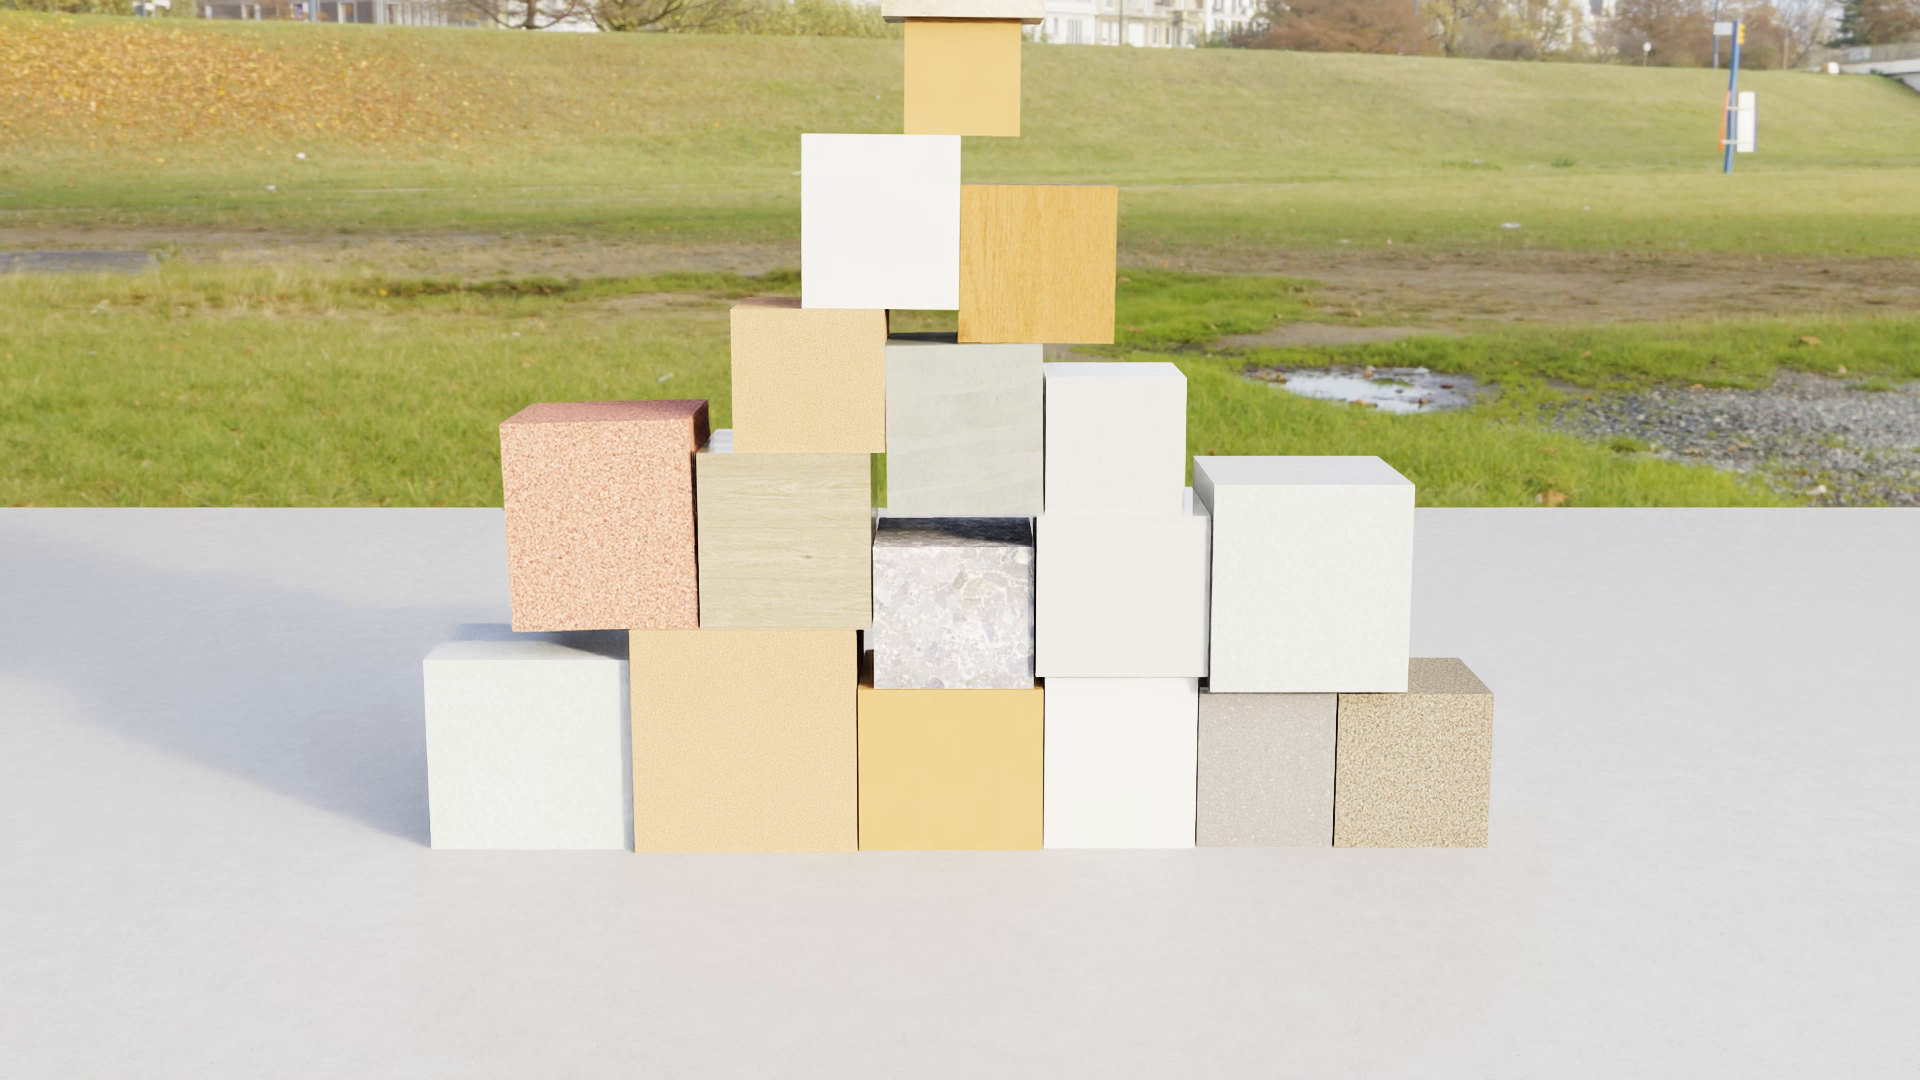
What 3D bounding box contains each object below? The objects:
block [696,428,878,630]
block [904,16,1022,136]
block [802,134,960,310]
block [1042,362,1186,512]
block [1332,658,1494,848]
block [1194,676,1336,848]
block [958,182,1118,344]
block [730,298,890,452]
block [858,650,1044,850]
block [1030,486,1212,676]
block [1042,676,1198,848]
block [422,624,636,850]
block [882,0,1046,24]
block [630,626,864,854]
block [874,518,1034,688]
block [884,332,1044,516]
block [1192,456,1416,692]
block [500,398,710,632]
[{"bbox_3d":[-0.855,-0.073,11.169,0.841,0.872,0.921,0,10,0],"label":"block"},{"bbox_3d":[0.012,-2.263,10.780,0.554,0.554,0.506,1,10,0],"label":"block"},{"bbox_3d":[-0.379,-1.591,10.908,0.753,0.823,0.837,1,10,0],"label":"block"},{"bbox_3d":[0.759,-0.527,11.099,0.682,0.664,0.757,0,10,0],"label":"block"},{"bbox_3d":[2.266,1.086,11.373,0.770,0.794,0.786,0,10,0],"label":"block"},{"bbox_3d":[1.530,1.065,11.389,0.682,0.830,0.816,0,10,0],"label":"block"},{"bbox_3d":[0.373,-1.388,10.942,0.756,0.755,0.664,1,10,0],"label":"block"},{"bbox_3d":[-0.732,-0.839,11.008,0.736,0.693,0.824,0,10,0],"label":"block"},{"bbox_3d":[-0.046,1.069,11.368,0.916,0.828,0.879,0,10,0],"label":"block"},{"bbox_3d":[0.798,0.197,11.216,0.847,0.802,0.920,0,10,0],"label":"block"},{"bbox_3d":[0.801,1.033,11.371,0.757,0.899,0.817,0,10,0],"label":"block"},{"bbox_3d":[-2.141,0.997,11.360,1.021,0.974,0.845,0,10,0],"label":"block"},{"bbox_3d":[0.019,-2.861,10.678,0.773,0.658,0.663,1,10,0],"label":"block"},{"bbox_3d":[-1.067,0.914,11.358,1.107,1.138,0.993,0,10,0],"label":"block"},{"bbox_3d":[-0.030,0.308,11.255,0.789,0.711,0.878,0,10,0],"label":"block"},{"bbox_3d":[0.022,-0.601,11.068,0.763,0.829,0.756,-1,10,0],"label":"block"},{"bbox_3d":[1.715,0.152,11.207,0.968,1.031,0.989,0,10,0],"label":"block"},{"bbox_3d":[-1.756,-0.143,11.140,0.914,1.027,0.853,-2,10,0],"label":"block"}]
